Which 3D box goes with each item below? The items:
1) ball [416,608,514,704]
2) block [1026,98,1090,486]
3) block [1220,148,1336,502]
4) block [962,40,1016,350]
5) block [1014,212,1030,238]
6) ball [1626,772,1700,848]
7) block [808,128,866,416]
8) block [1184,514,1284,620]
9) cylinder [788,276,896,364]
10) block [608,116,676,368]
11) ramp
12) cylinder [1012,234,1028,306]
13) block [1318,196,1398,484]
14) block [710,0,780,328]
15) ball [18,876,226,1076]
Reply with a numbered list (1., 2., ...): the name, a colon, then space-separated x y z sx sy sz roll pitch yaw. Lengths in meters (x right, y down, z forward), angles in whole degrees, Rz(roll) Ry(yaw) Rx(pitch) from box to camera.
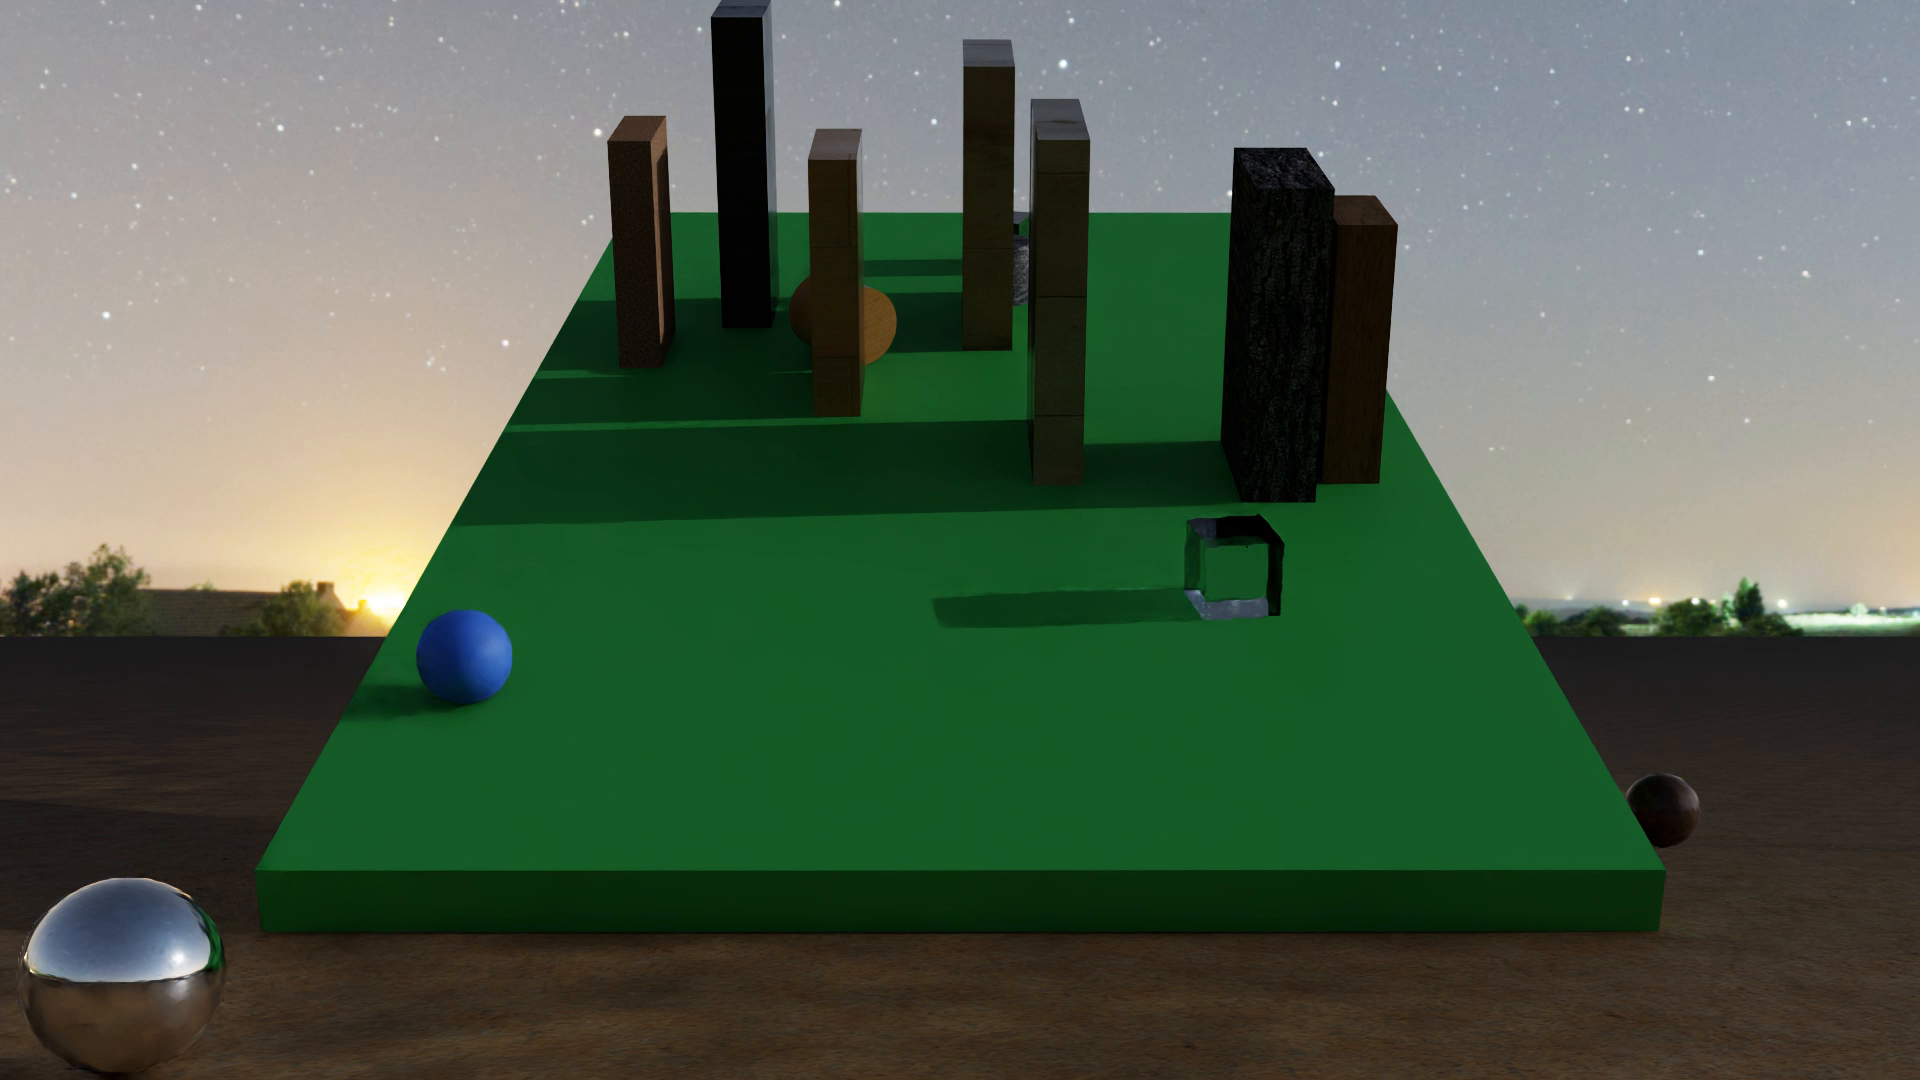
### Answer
1. ball: -0.808 0.190 3.732 0.155 0.155 0.155 0 -2 0
2. block: 0.201 -0.525 4.787 0.102 0.716 0.429 0 21 0
3. block: 0.644 -0.446 4.689 0.150 0.642 0.384 0 21 0
4. block: 0.067 -0.859 5.670 0.121 0.691 0.393 0 21 0
5. block: 0.114 -0.828 6.344 0.141 0.141 0.141 6 22 16
6. ball: 1.396 0.537 4.555 0.147 0.147 0.147 0 -2 0
7. block: -0.276 -0.609 5.183 0.105 0.581 0.335 0 21 0
8. block: 0.491 0.049 4.117 0.140 0.140 0.140 -4 22 -9
9. cylinder: -0.284 -0.537 5.533 0.191 0.191 0.191 2 17 -35
10. block: -0.764 -0.721 5.515 0.100 0.545 0.306 0 21 0
11. ramp: -0.006 -0.218 5.121 2.000 0.100 4.000 0 21 0
12. cylinder: 0.111 -0.711 6.024 0.156 0.156 0.156 0 21 0
13. block: 0.808 -0.418 4.754 0.118 0.545 0.261 0 21 0
14. block: -0.539 -0.950 5.784 0.125 0.775 0.285 0 21 0
15. ball: -0.815 0.424 2.232 0.190 0.190 0.190 0 -2 0
